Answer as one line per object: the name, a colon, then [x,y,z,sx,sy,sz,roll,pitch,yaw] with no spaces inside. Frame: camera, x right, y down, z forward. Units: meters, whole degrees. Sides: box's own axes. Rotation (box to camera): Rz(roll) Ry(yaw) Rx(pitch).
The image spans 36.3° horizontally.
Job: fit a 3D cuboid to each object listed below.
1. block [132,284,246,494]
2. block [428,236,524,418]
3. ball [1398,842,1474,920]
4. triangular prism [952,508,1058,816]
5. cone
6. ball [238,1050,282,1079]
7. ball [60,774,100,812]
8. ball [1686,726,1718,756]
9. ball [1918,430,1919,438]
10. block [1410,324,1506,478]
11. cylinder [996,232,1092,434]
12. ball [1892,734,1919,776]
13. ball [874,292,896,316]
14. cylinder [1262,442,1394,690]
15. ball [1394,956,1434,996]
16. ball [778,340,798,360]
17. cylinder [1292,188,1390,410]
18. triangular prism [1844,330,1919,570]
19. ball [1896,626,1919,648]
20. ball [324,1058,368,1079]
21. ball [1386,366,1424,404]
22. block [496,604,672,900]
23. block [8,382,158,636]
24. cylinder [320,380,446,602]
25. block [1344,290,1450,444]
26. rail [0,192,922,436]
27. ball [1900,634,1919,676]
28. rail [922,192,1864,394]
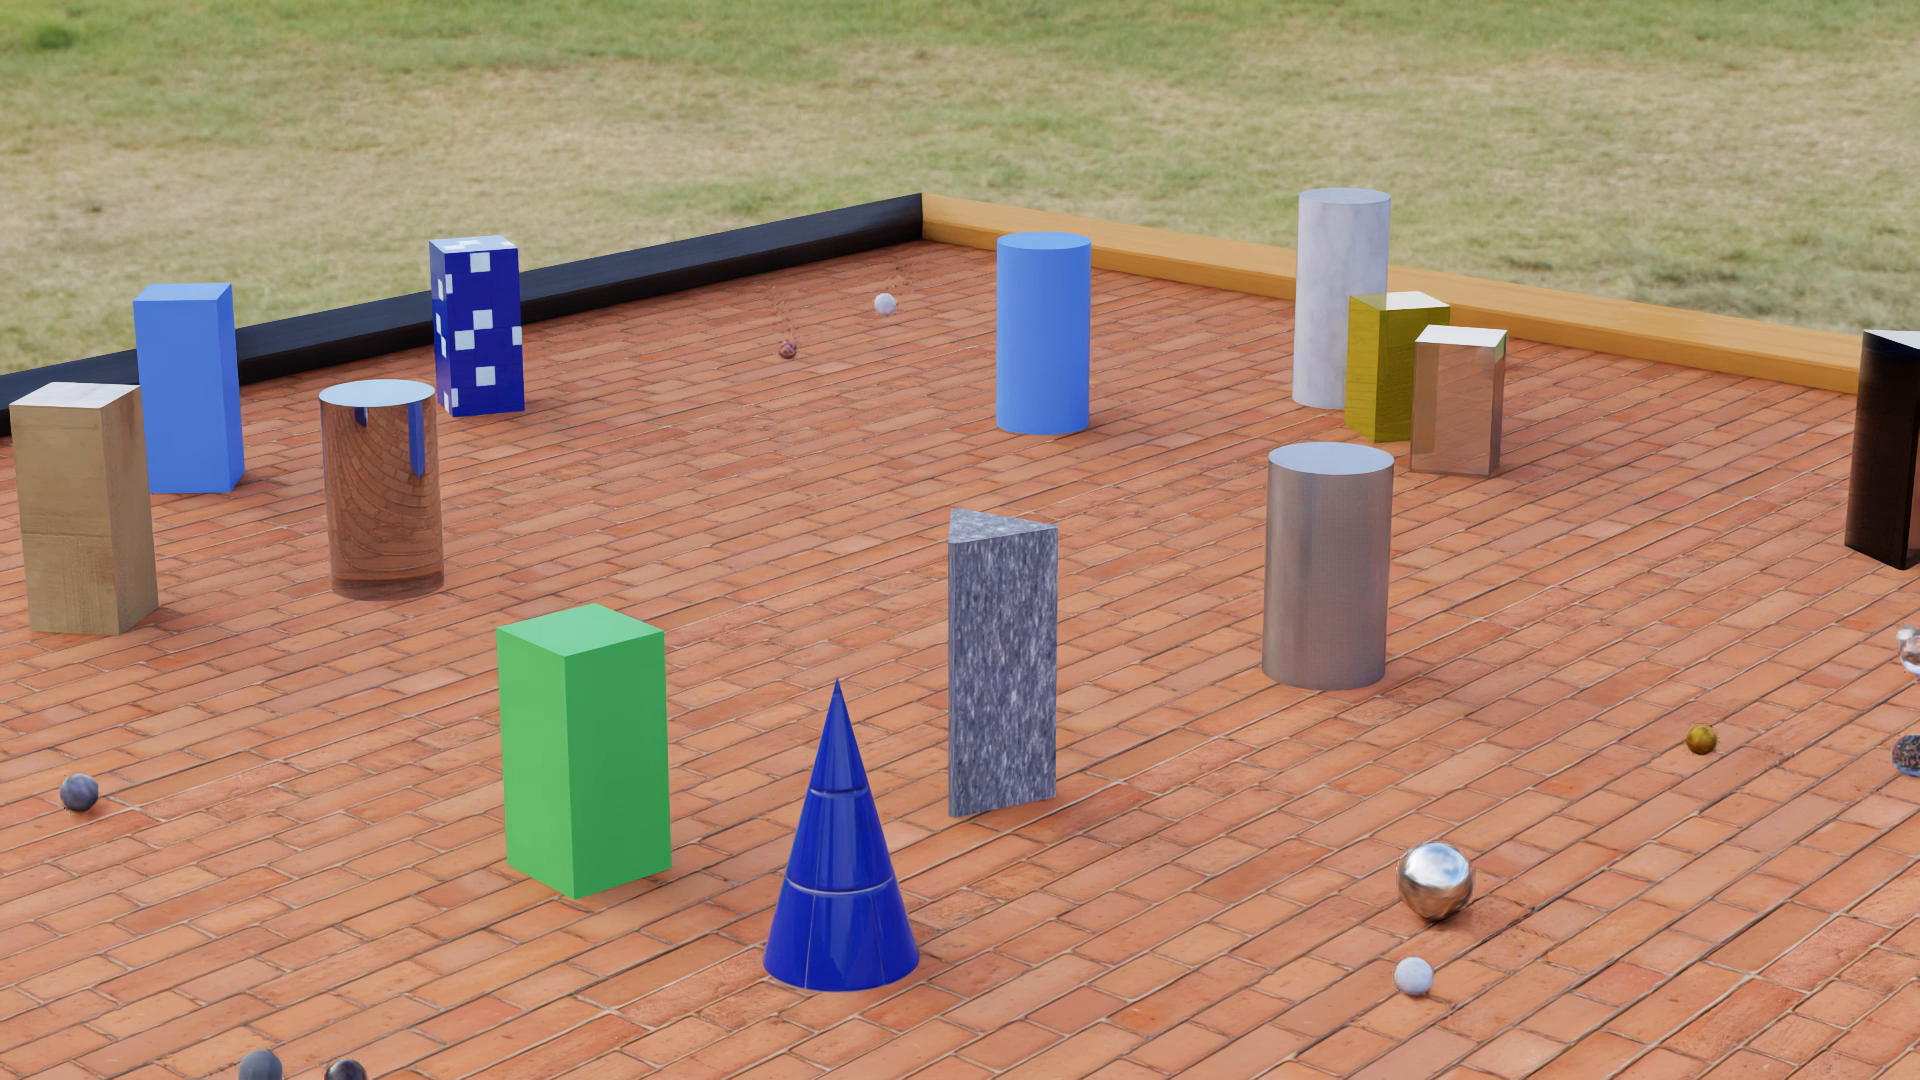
block: [-1.518,-0.300,5.781,0.159,0.386,0.159,-1,17,-3]
block: [-1.051,-0.467,6.380,0.159,0.360,0.159,-7,18,-21]
ball: [0.619,0.443,3.812,0.099,0.099,0.099,0,17,0]
triangular prism: [0.027,0.168,4.195,0.172,0.405,0.149,-9,19,-27]
cone: [-0.150,0.348,3.647,0.199,0.377,0.199,0,17,0]
ball: [-0.800,0.608,3.350,0.051,0.051,0.051,0,17,0]
ball: [-1.252,0.359,4.169,0.054,0.054,0.054,0,17,0]
ball: [1.109,0.299,4.383,0.045,0.045,0.045,0,17,0]
ball: [2.018,-0.219,6.084,0.057,0.057,0.057,0,17,0]
block: [1.005,-0.280,5.916,0.159,0.270,0.159,5,18,18]
cylinder: [0.177,-0.440,6.228,0.199,0.397,0.199,0,17,0]
ball: [1.398,0.316,4.298,0.062,0.062,0.062,0,17,0]
ball: [-0.187,-0.588,7.309,0.056,0.056,0.056,0,17,0]
cylinder: [0.589,0.040,4.703,0.199,0.356,0.199,0,17,0]
ball: [0.557,0.535,3.596,0.047,0.047,0.047,0,17,0]
ball: [-0.402,-0.443,6.849,0.044,0.044,0.044,0,17,0]
cylinder: [0.835,-0.530,6.429,0.199,0.454,0.199,0,17,0]
triangular prism: [1.694,-0.172,5.322,0.149,0.406,0.172,14,22,38]
ball: [1.567,0.163,4.837,0.044,0.044,0.044,0,17,0]
ball: [-0.698,0.614,3.332,0.049,0.049,0.049,0,17,0]
ball: [0.976,-0.341,6.425,0.081,0.081,0.081,0,17,0]
block: [-0.503,0.281,3.934,0.159,0.340,0.159,-14,22,-40]
block: [-1.476,-0.054,4.951,0.159,0.394,0.159,3,17,9]
cylinder: [-1.013,-0.089,5.144,0.199,0.349,0.199,0,17,0]
block: [0.921,-0.366,6.179,0.159,0.283,0.159,-5,17,-15]
rail: [-1.671,-0.386,6.509,0.045,0.129,4.821,14,22,39]
ball: [1.549,0.186,4.723,0.067,0.067,0.067,0,17,0]
rail: [1.565,-0.487,6.845,4.472,0.129,0.045,14,22,39]
